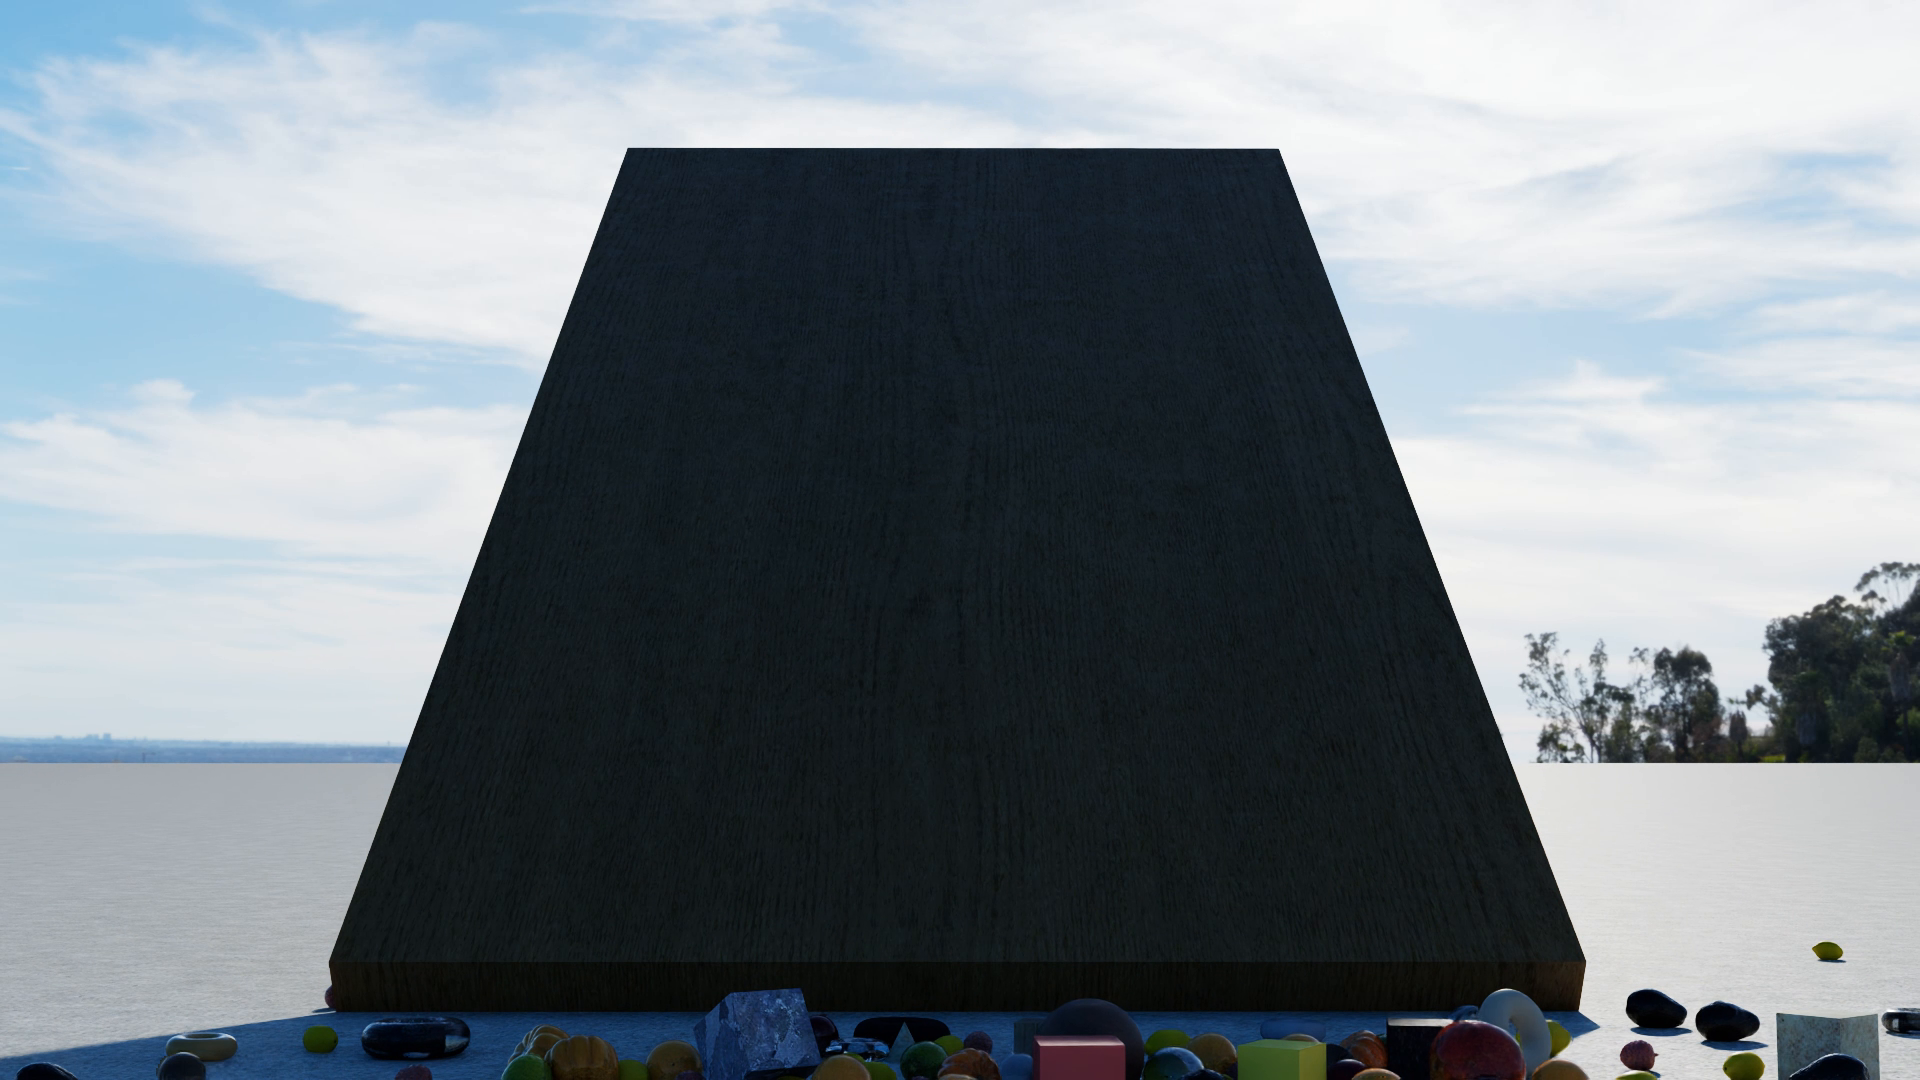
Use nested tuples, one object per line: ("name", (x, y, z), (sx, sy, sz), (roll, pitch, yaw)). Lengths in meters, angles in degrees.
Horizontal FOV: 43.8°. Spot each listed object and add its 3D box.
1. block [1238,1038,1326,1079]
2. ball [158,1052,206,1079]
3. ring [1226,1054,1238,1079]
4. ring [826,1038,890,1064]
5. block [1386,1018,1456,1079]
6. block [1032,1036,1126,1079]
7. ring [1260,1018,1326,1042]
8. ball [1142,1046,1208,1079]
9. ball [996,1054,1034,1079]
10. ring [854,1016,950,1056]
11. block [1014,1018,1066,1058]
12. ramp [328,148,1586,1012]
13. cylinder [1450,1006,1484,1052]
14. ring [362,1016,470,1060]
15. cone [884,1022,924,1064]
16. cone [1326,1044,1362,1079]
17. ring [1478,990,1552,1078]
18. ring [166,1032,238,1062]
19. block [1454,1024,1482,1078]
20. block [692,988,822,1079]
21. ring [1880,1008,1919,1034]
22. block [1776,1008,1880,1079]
("block", (0.373, 0.622, 2.757), (0.077, 0.077, 0.077), (-3, -6, 32))
("ball", (-0.931, 0.641, 2.853), (0.056, 0.056, 0.056), (0, -5, 0))
("ring", (0.385, 0.668, 3.015), (0.098, 0.033, 0.098), (1, -6, 0))
("ring", (-0.138, 0.688, 3.215), (0.087, 0.029, 0.087), (1, -6, 0))
("block", (0.572, 0.639, 2.958), (0.080, 0.080, 0.080), (-1, -5, 8))
("block", (0.132, 0.604, 2.653), (0.094, 0.094, 0.094), (0, -5, -3))
("ring", (0.479, 0.706, 3.430), (0.094, 0.031, 0.094), (1, -7, 0))
("ball", (0.248, 0.623, 2.754), (0.075, 0.075, 0.075), (0, -5, 0))
("ball", (0.072, 0.635, 2.805), (0.060, 0.060, 0.060), (0, -5, 0))
("ring", (-0.080, 0.688, 3.307), (0.136, 0.045, 0.136), (1, -6, 0))
("block", (0.107, 0.670, 3.179), (0.057, 0.057, 0.057), (-1, -5, 15))
("ramp", (-0.011, -0.223, 5.581), (2.000, 0.100, 4.000), (0, 28, 0))
("cylinder", (0.711, 0.679, 3.302), (0.062, 0.062, 0.062), (0, -14, 4))
("ring", (-0.747, 0.683, 3.275), (0.147, 0.049, 0.147), (-1, -6, 0))
("cone", (-0.075, 0.676, 3.216), (0.053, 0.053, 0.053), (0, -5, 0))
("cone", (0.437, 0.657, 2.889), (0.071, 0.071, 0.071), (3, -32, -30))
("ring", (0.716, 0.638, 3.081), (0.117, 0.117, 0.039), (4, -26, -37))
("ring", (-1.030, 0.689, 3.239), (0.094, 0.031, 0.094), (1, -4, 0))
("block", (0.642, 0.661, 3.086), (0.060, 0.060, 0.060), (-2, -5, 16))
("block", (-0.240, 0.600, 2.824), (0.098, 0.098, 0.098), (4, -36, -36))
("ring", (1.425, 0.717, 3.556), (0.098, 0.033, 0.098), (1, -5, 0))
("block", (1.089, 0.638, 2.992), (0.088, 0.088, 0.088), (4, -7, -39))
